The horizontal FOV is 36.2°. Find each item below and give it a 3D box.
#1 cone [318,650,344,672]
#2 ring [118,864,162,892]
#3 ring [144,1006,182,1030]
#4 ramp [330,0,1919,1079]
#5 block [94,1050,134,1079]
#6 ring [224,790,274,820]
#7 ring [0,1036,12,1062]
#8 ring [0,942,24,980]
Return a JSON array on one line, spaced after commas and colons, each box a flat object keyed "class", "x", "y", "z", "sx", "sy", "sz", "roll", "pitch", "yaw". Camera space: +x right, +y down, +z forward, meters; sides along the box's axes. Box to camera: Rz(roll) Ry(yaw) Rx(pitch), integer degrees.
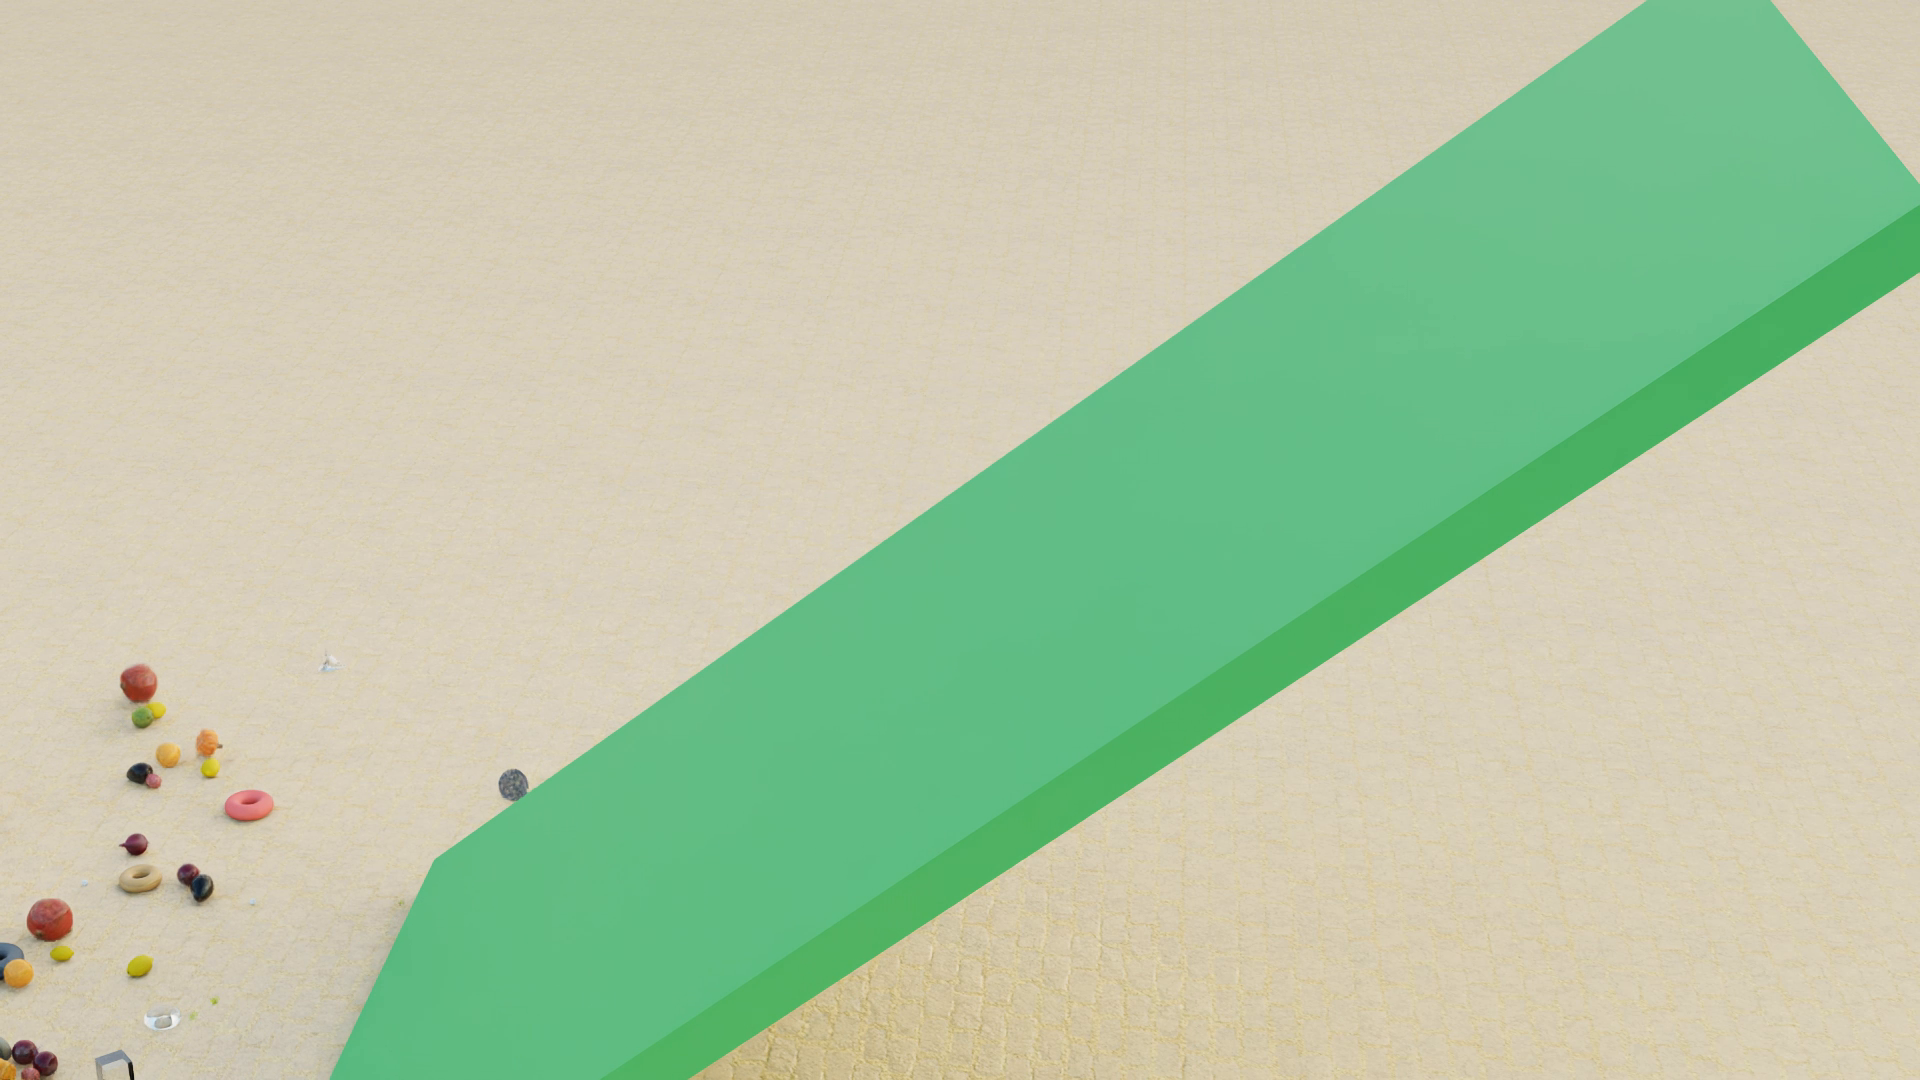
[{"class": "cone", "x": -1.932, "y": 0.383, "z": 9.075, "sx": 0.072, "sy": 0.072, "sz": 0.072, "roll": 20, "pitch": 15, "yaw": -25}, {"class": "ring", "x": -2.188, "y": 0.904, "z": 7.853, "sx": 0.114, "sy": 0.038, "sz": 0.114, "roll": -1, "pitch": 24, "yaw": 0}, {"class": "ring", "x": -1.959, "y": 1.174, "z": 7.230, "sx": 0.090, "sy": 0.030, "sz": 0.090, "roll": 1, "pitch": 23, "yaw": -1}, {"class": "ramp", "x": 0.125, "y": 0.182, "z": 6.331, "sx": 4.000, "sy": 0.100, "sz": 2.000, "roll": -35, "pitch": 16, "yaw": 17}, {"class": "block", "x": -2.004, "y": 1.262, "z": 6.977, "sx": 0.067, "sy": 0.067, "sz": 0.067, "roll": -16, "pitch": 28, "yaw": -33}, {"class": "ring", "x": -1.987, "y": 0.741, "z": 8.223, "sx": 0.135, "sy": 0.045, "sz": 0.135, "roll": 1, "pitch": 23, "yaw": 0}, {"class": "ring", "x": -2.312, "y": 1.221, "z": 7.067, "sx": 0.076, "sy": 0.076, "sz": 0.025, "roll": 10, "pitch": 34, "yaw": 22}, {"class": "ring", "x": -2.444, "y": 1.069, "z": 7.455, "sx": 0.141, "sy": 0.047, "sz": 0.141, "roll": 0, "pitch": 25, "yaw": 0}]
